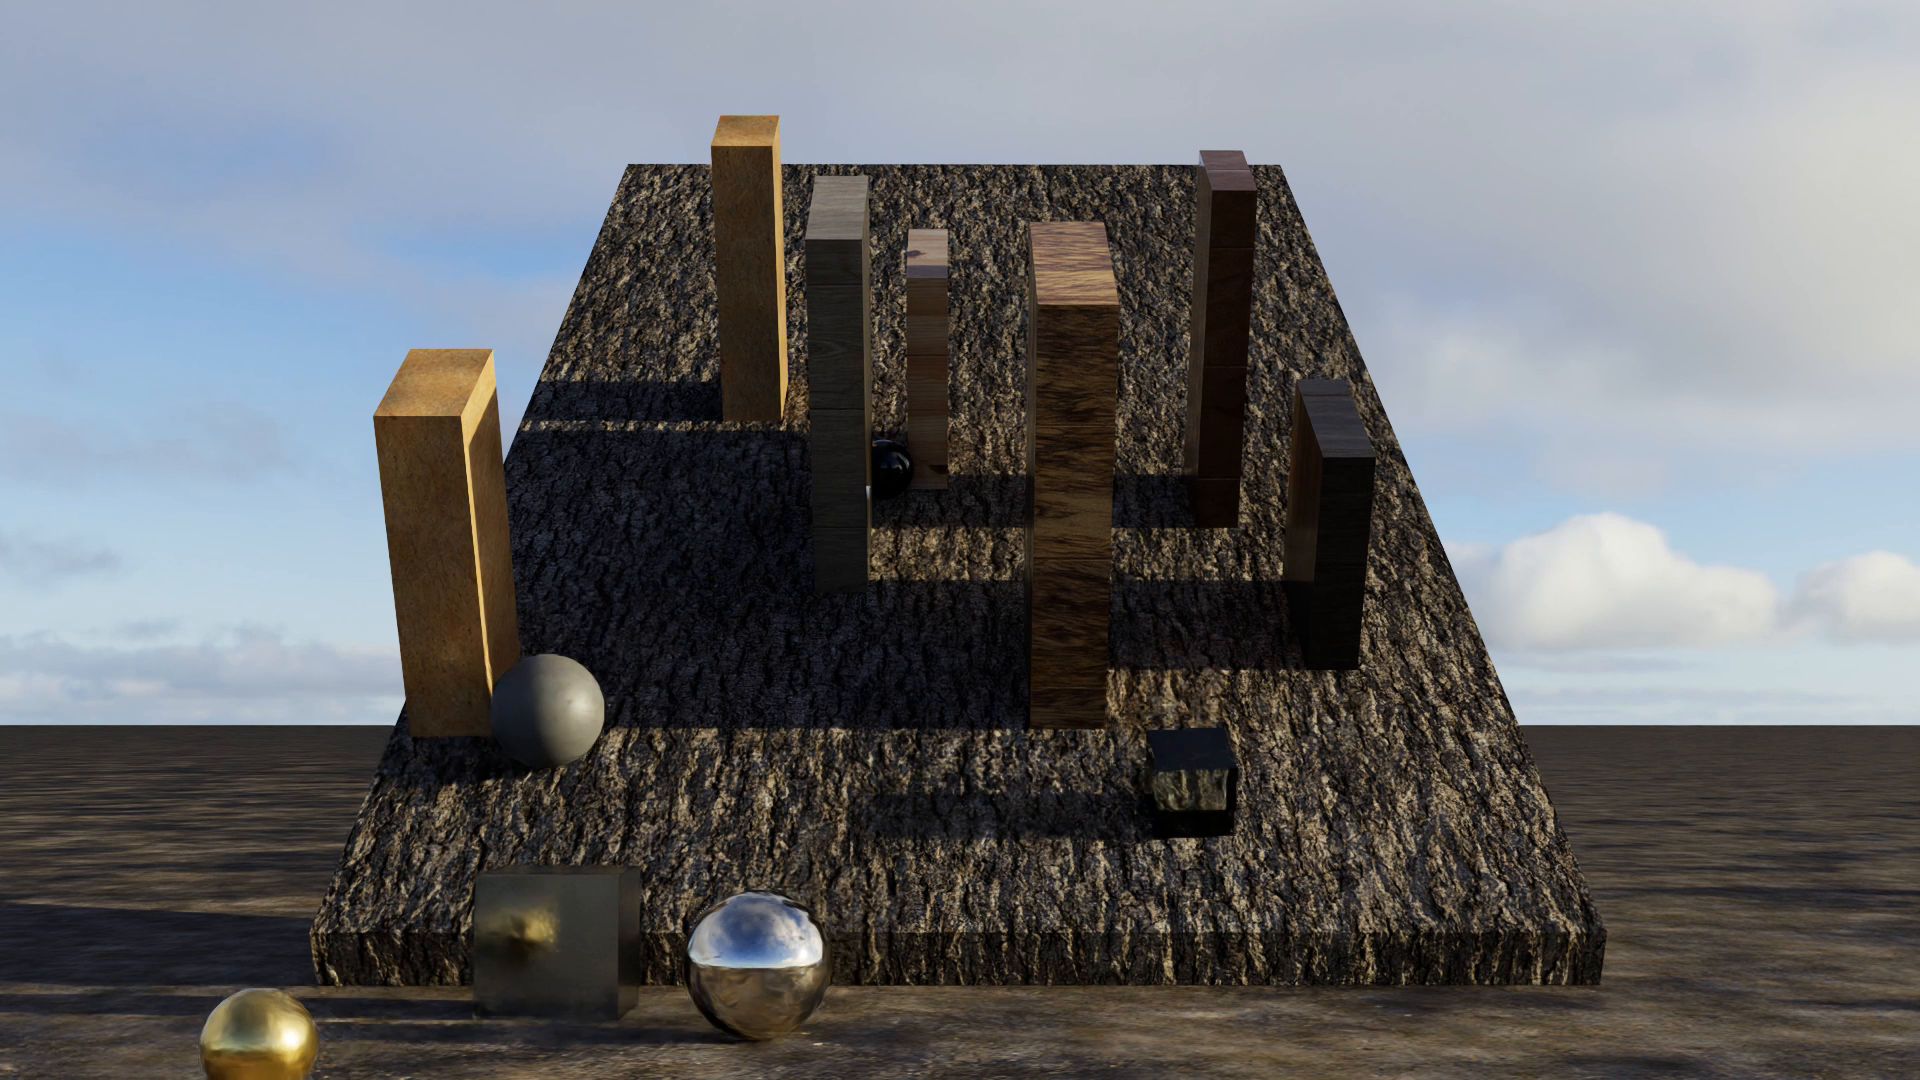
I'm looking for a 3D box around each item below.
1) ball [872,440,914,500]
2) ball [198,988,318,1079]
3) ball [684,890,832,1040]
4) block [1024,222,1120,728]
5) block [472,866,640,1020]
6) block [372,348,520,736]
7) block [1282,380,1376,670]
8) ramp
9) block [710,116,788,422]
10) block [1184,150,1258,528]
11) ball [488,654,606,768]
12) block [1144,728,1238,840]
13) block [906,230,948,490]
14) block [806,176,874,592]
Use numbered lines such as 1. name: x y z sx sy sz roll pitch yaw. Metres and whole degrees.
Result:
1. ball: -0.163 -0.151 5.030 0.128 0.128 0.128 0 -4 0
2. ball: -0.760 0.548 2.555 0.124 0.124 0.124 0 -4 0
3. ball: -0.263 0.552 3.066 0.193 0.193 0.193 0 -4 0
4. block: 0.191 -0.117 4.198 0.132 0.800 0.423 0 26 0
5. block: -0.570 0.570 3.356 0.200 0.200 0.200 0 -4 1
6. block: -0.896 0.005 4.155 0.145 0.614 0.303 0 26 0
7. block: 0.691 -0.033 4.447 0.094 0.433 0.366 0 26 0
8. ramp: -0.010 -0.229 5.450 2.000 0.100 4.000 0 26 0
9. block: -0.477 -0.619 5.390 0.134 0.652 0.241 0 26 0
10. block: 0.536 -0.413 4.884 0.089 0.732 0.269 0 26 0
11. ball: -0.708 0.293 4.041 0.196 0.196 0.196 0 -4 0
12. block: 0.381 0.402 3.900 0.130 0.130 0.130 -2 26 -4
13. block: -0.070 -0.396 5.129 0.085 0.482 0.315 0 26 0
14. block: -0.234 -0.310 4.669 0.105 0.731 0.388 0 26 0
